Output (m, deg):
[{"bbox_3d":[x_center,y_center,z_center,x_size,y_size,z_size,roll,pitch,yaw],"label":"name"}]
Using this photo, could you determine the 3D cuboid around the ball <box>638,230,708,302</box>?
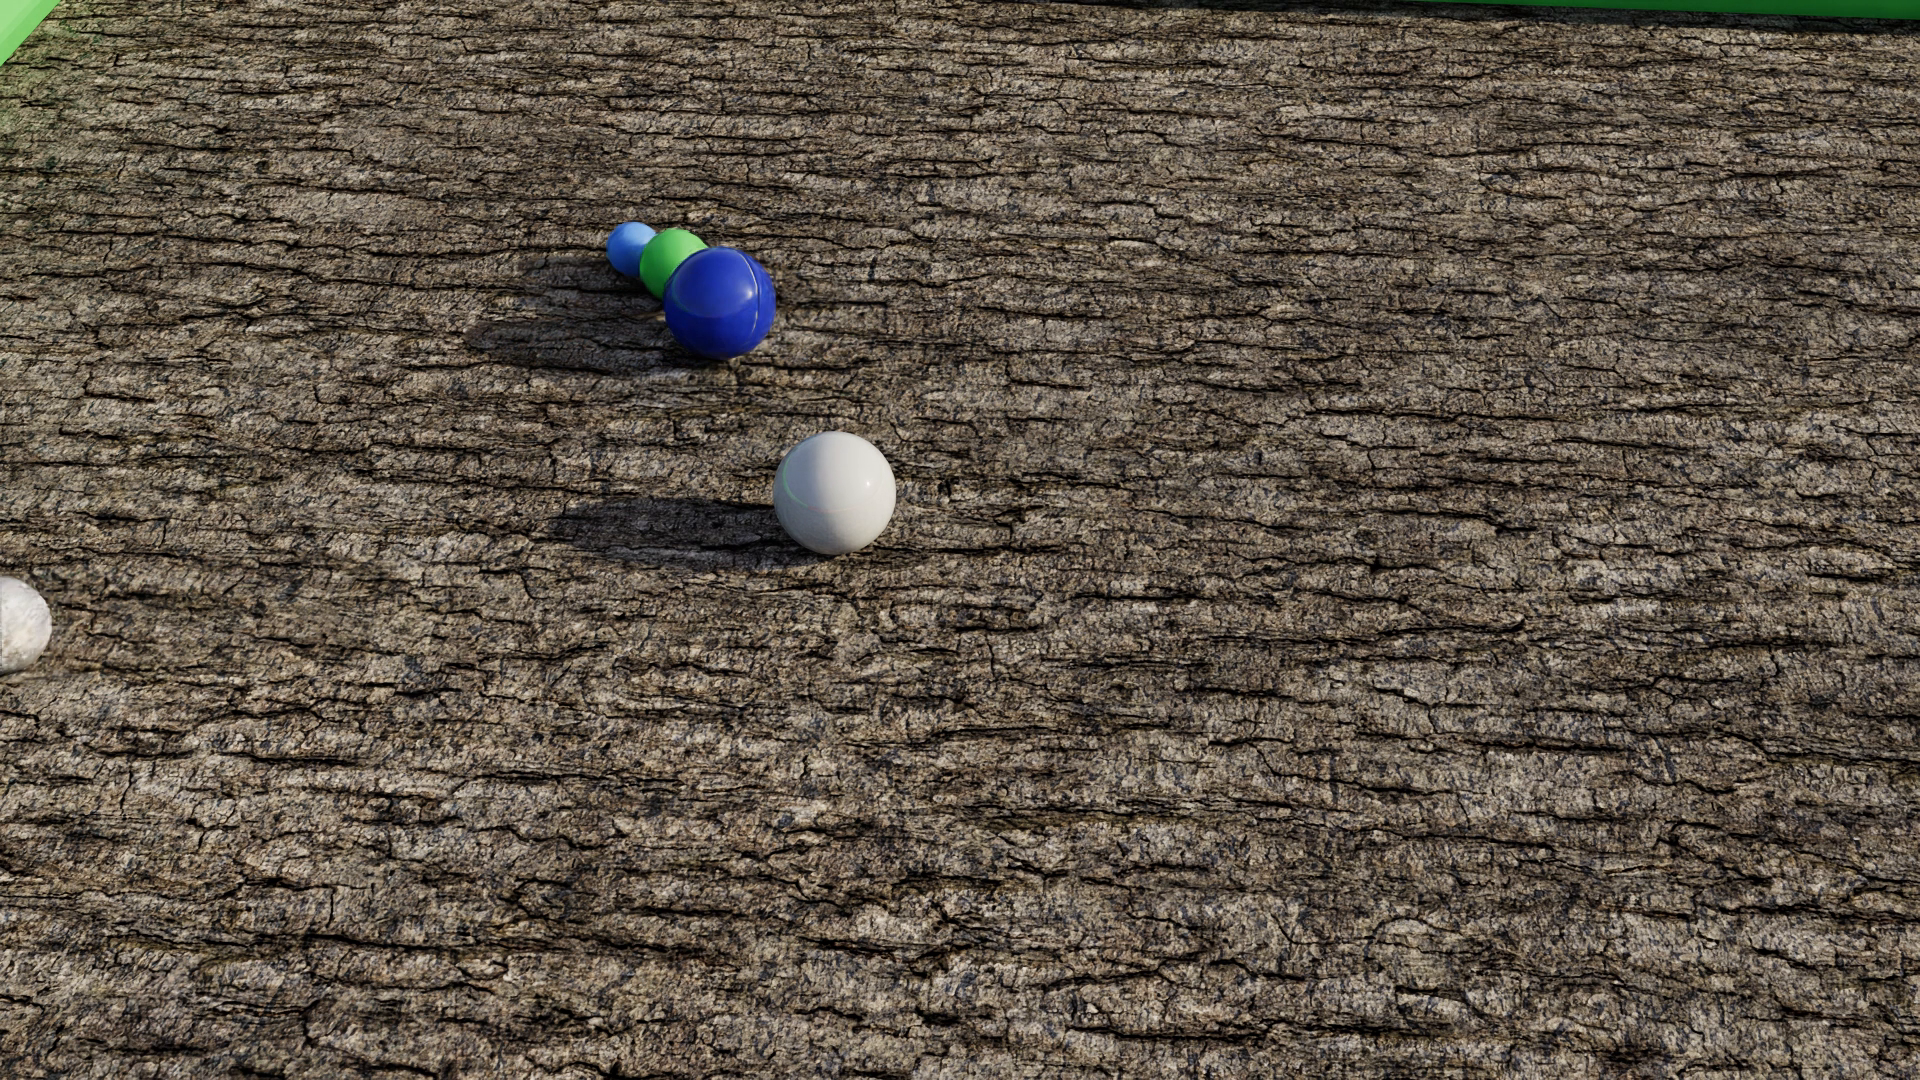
[{"bbox_3d":[-0.223,-0.215,2.018,0.058,0.058,0.058,0,36,0],"label":"ball"}]

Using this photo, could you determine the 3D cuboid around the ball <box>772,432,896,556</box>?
[{"bbox_3d":[-0.085,-0.032,1.741,0.084,0.084,0.084,0,36,0],"label":"ball"}]

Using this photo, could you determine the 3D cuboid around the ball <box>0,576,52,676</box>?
[{"bbox_3d":[-0.614,0.055,1.639,0.063,0.063,0.063,0,36,0],"label":"ball"}]

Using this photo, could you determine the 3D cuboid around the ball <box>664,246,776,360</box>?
[{"bbox_3d":[-0.182,-0.180,1.946,0.086,0.086,0.086,0,36,0],"label":"ball"}]

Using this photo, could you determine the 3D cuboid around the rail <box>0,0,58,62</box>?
[{"bbox_3d":[-0.935,-0.071,1.762,0.045,0.122,1.981,3,36,4],"label":"rail"}]

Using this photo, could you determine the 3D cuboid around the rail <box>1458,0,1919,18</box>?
[{"bbox_3d":[1.047,-0.532,2.403,3.852,0.122,0.045,3,36,4],"label":"rail"}]

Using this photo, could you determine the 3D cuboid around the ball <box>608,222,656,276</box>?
[{"bbox_3d":[-0.261,-0.233,2.056,0.044,0.044,0.044,0,36,0],"label":"ball"}]
